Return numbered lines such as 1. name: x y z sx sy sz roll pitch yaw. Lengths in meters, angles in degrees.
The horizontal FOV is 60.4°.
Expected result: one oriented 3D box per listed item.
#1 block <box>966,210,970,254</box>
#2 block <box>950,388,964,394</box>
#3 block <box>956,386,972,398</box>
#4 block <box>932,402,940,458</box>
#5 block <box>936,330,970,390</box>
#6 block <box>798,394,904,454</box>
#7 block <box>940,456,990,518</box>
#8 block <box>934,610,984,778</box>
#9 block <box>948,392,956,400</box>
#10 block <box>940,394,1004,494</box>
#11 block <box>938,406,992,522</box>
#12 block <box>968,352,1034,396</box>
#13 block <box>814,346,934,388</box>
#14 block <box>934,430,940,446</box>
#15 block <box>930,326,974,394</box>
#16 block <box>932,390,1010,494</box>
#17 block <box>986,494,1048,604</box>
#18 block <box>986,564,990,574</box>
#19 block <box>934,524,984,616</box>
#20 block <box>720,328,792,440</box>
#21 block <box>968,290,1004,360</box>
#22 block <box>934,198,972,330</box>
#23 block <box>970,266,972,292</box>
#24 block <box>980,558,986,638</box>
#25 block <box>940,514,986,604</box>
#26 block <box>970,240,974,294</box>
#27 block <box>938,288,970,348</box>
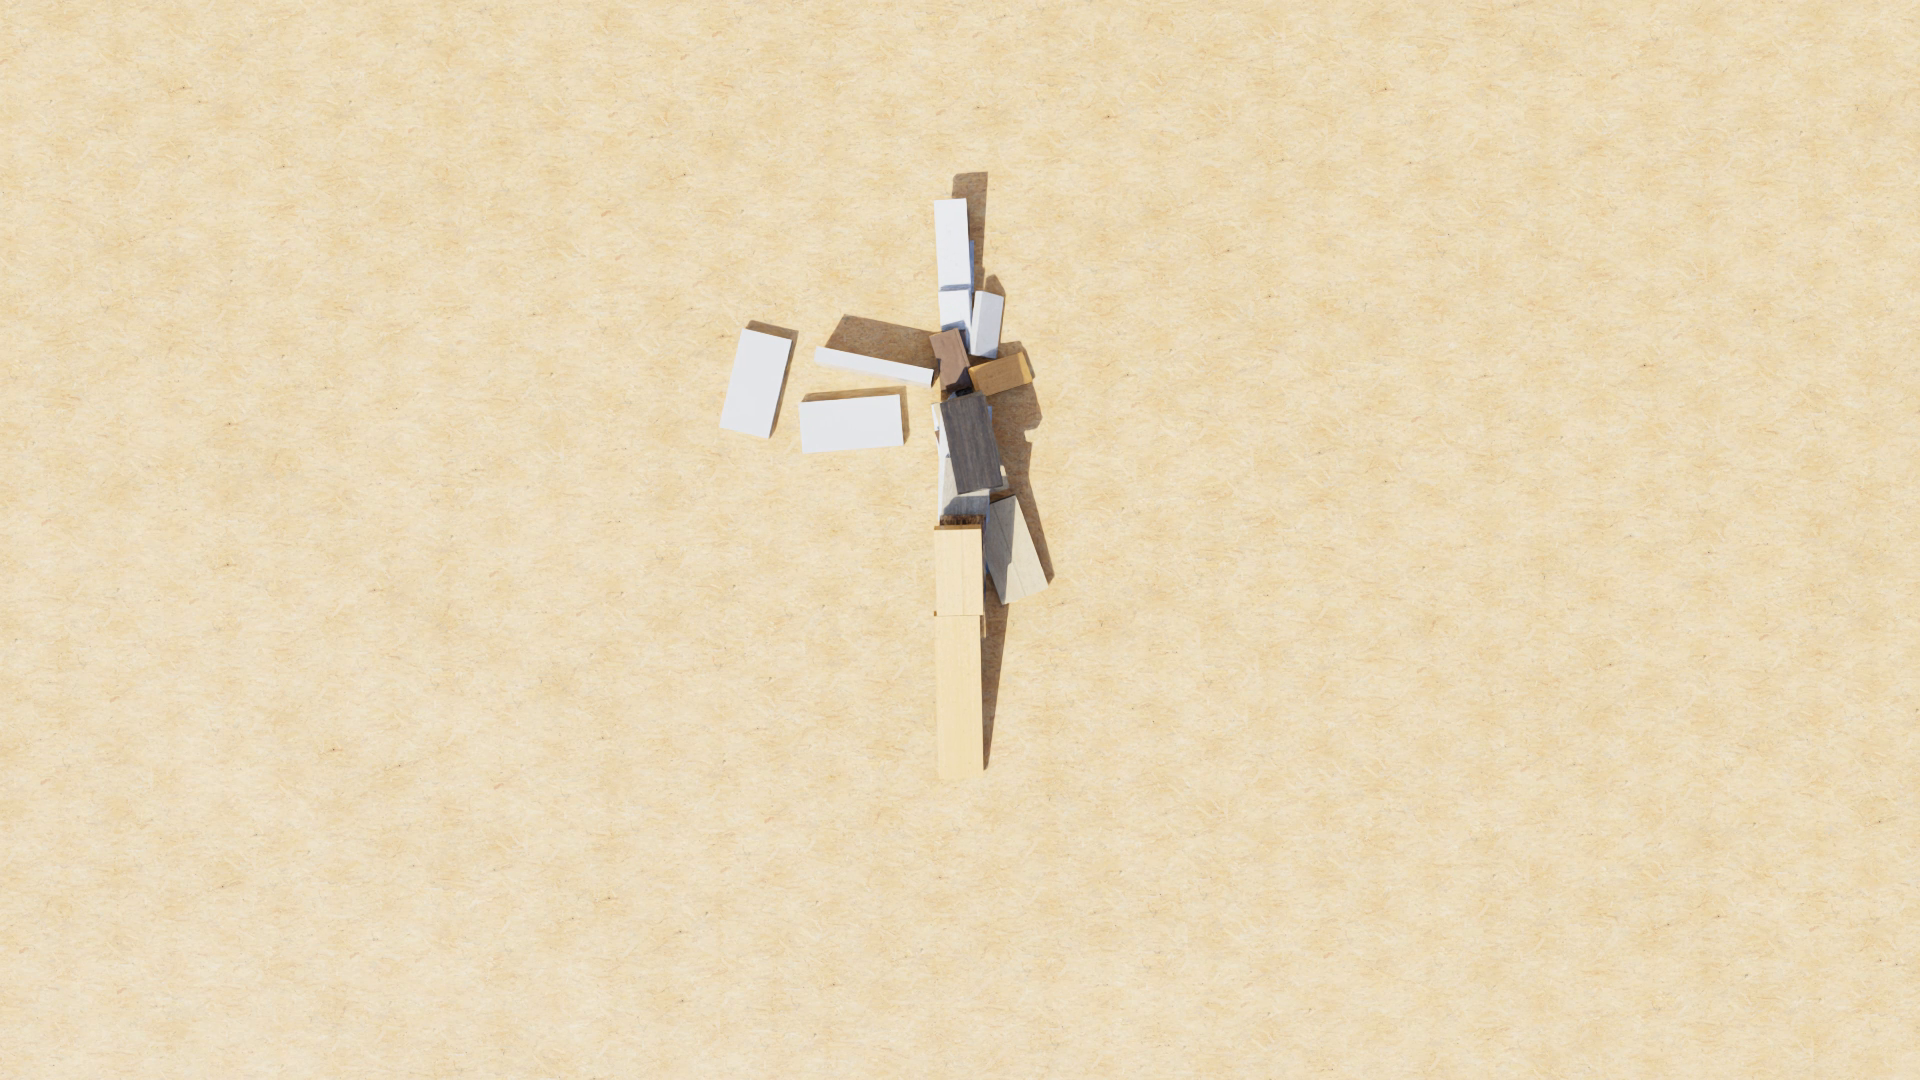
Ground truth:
1. block: -0.012 -1.009 5.466 0.088 0.025 0.175 0 75 0
2. block: -0.004 -0.473 5.474 0.057 0.016 0.113 -5 109 0
3. block: 0.027 -0.444 5.451 0.057 0.016 0.113 -16 109 4
4. block: -0.019 -0.341 5.450 0.120 0.034 0.239 -8 106 0
5. block: -0.024 -0.594 5.449 0.098 0.028 0.195 -5 113 0
6. block: -0.361 -0.384 5.476 0.335 0.047 0.167 -5 90 0
7. block: 0.015 -0.113 5.284 0.147 0.042 0.294 4 96 -2
8. block: -0.003 0.507 5.362 0.146 0.041 0.598 -2 113 0
9. block: -0.023 -0.443 5.466 0.057 0.016 0.113 34 105 -13
10. block: 0.036 -0.302 5.233 0.147 0.042 0.294 -11 83 -4
11. block: 0.015 -0.247 5.314 0.165 0.047 0.373 1 96 -1
12. block: 0.134 -0.542 5.433 0.209 0.030 0.104 -20 90 -31
13. block: -0.279 -0.565 5.416 0.385 0.167 0.047 12 90 0
14. block: 0.009 -0.260 5.400 0.120 0.034 0.239 -18 96 1
15. block: -0.024 -0.589 5.404 0.098 0.028 0.195 -18 103 1
16. block: 0.036 -0.305 5.355 0.165 0.047 0.329 -16 96 0
17. block: 0.161 0.031 5.452 0.165 0.047 0.329 -20 98 2
18. block: 0.060 0.064 5.470 0.015 0.054 0.108 -24 97 -43
19. block: -0.004 0.096 5.191 0.146 0.041 0.292 -2 112 0
20. block: -0.677 -0.518 5.476 0.167 0.047 0.335 13 90 0
21. block: 0.086 -0.709 5.452 0.030 0.104 0.209 7 90 45
22. block: -0.021 -0.899 5.411 0.104 0.030 0.432 -3 106 1
23. block: -0.004 -0.814 5.464 0.088 0.025 0.176 -1 106 0
24. block: 0.004 0.173 5.267 0.146 0.041 0.292 -2 112 0
25. block: 0.008 0.065 5.268 0.147 0.042 0.294 0 112 0
26. block: 0.002 -0.907 5.488 0.088 0.025 0.175 0 90 0
27. block: -0.015 -0.726 5.425 0.098 0.028 0.195 -4 113 1
